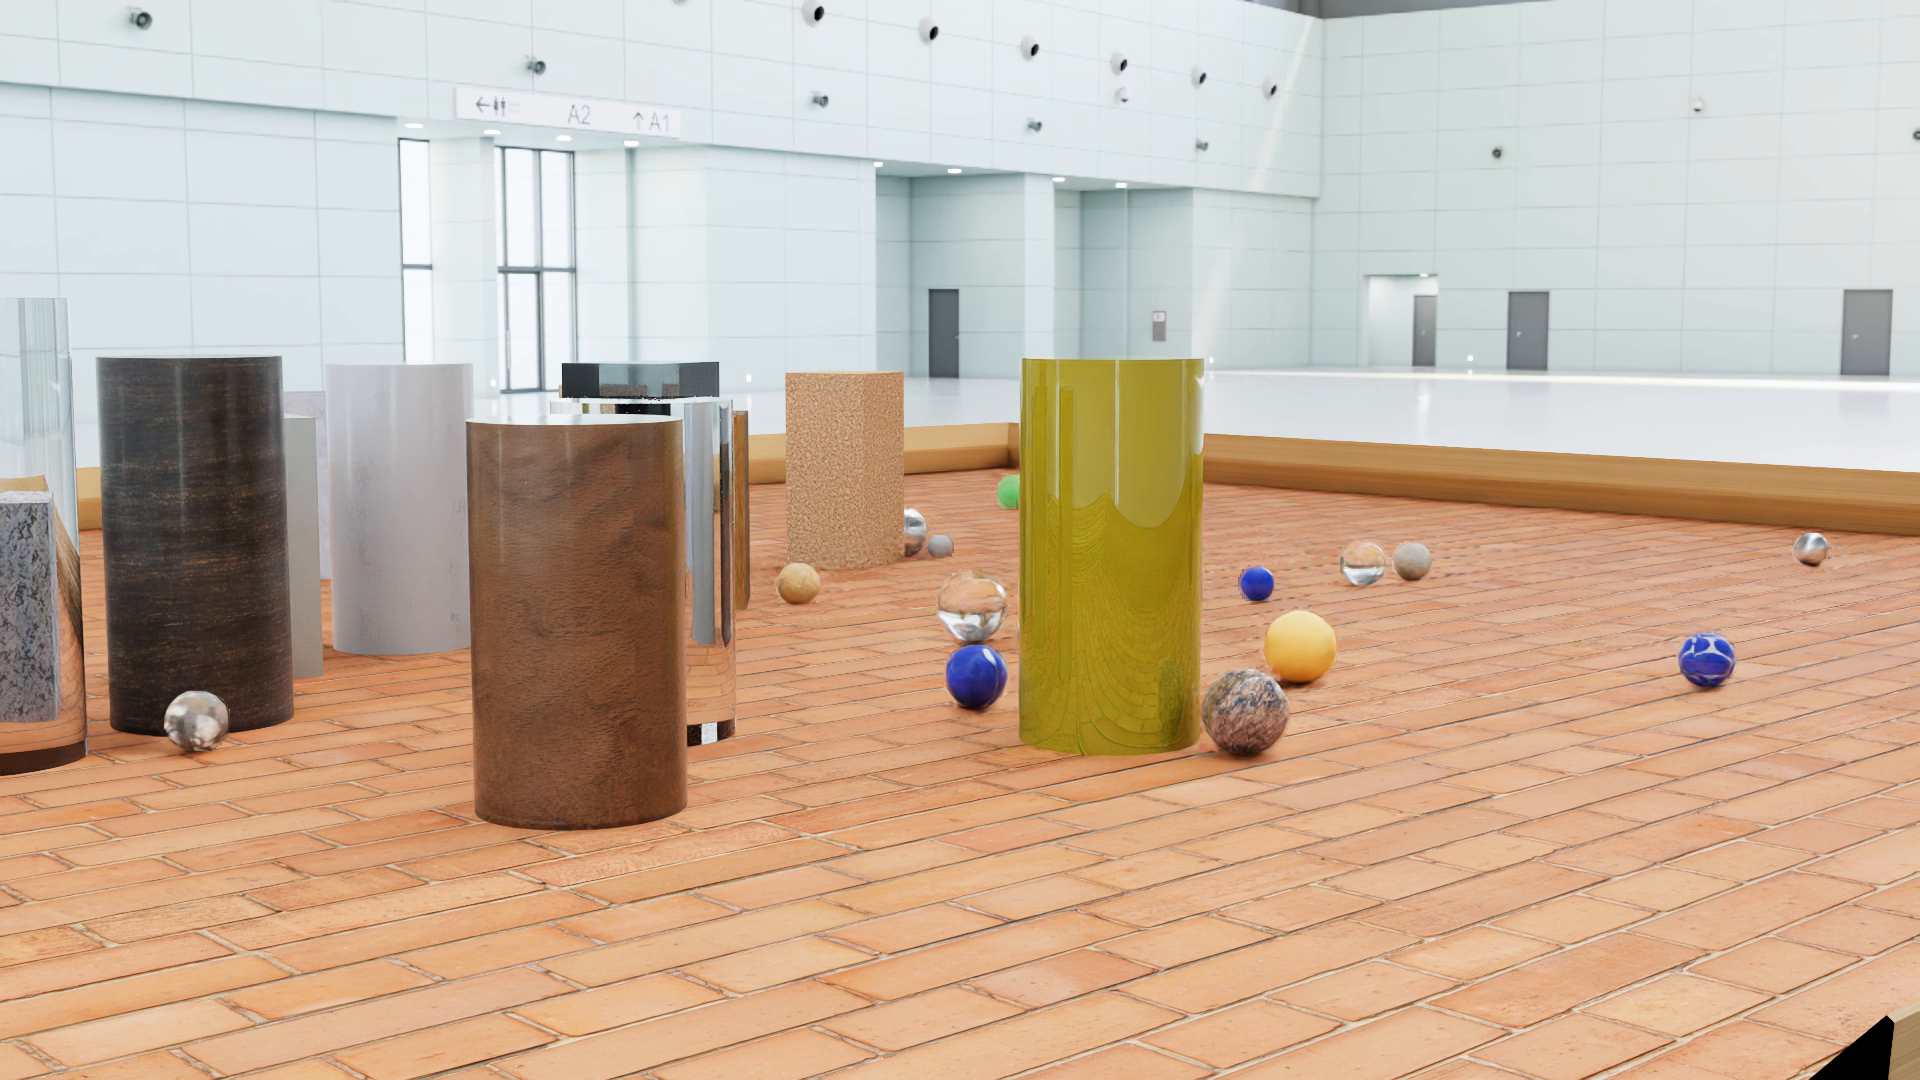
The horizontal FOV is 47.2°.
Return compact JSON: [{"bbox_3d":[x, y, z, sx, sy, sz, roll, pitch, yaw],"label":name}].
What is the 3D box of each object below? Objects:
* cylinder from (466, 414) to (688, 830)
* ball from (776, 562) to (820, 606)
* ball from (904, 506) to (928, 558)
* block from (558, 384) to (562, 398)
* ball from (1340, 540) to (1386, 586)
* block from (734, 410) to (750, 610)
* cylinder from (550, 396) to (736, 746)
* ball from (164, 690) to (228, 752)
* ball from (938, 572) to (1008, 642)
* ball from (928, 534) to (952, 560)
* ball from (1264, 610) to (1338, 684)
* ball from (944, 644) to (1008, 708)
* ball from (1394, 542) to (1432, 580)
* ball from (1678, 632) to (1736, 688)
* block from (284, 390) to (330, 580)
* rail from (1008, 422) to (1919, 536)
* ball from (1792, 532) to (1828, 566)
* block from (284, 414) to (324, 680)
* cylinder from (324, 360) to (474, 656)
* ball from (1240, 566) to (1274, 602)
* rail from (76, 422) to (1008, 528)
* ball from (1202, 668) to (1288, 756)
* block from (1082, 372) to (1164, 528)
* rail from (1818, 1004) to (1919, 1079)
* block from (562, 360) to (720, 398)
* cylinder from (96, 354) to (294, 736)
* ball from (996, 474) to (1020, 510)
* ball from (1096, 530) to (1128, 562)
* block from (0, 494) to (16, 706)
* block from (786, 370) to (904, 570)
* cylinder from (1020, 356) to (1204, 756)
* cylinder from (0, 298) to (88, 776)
[{"bbox_3d":[-0.339,0.066,1.953,0.189,0.347,0.189,0,6,0],"label":"cylinder"},{"bbox_3d":[-0.242,0.066,3.294,0.065,0.065,0.065,0,6,0],"label":"ball"},{"bbox_3d":[-0.103,-0.014,3.921,0.092,0.092,0.092,0,6,0],"label":"ball"},{"bbox_3d":[-0.731,-0.184,4.612,0.151,0.285,0.151,4,7,33],"label":"block"},{"bbox_3d":[0.646,0.037,3.530,0.073,0.073,0.073,0,6,0],"label":"ball"},{"bbox_3d":[-0.396,-0.047,3.305,0.151,0.288,0.151,0,6,-3],"label":"block"},{"bbox_3d":[-0.330,0.028,2.295,0.189,0.349,0.189,0,6,0],"label":"cylinder"},{"bbox_3d":[-0.768,0.182,2.213,0.062,0.062,0.062,0,6,0],"label":"ball"},{"bbox_3d":[0.017,0.089,2.938,0.094,0.094,0.094,0,6,0],"label":"ball"},{"bbox_3d":[-0.036,0.012,3.903,0.044,0.044,0.044,0,6,0],"label":"ball"},{"bbox_3d":[0.405,0.127,2.615,0.086,0.086,0.086,0,6,0],"label":"ball"},{"bbox_3d":[0.019,0.152,2.453,0.071,0.071,0.071,0,6,0],"label":"ball"},{"bbox_3d":[0.740,0.035,3.596,0.062,0.062,0.062,0,6,0],"label":"ball"},{"bbox_3d":[0.878,0.141,2.586,0.064,0.064,0.064,0,6,0],"label":"ball"},{"bbox_3d":[-1.074,-0.093,3.664,0.151,0.304,0.151,-2,7,-22],"label":"block"},{"bbox_3d":[1.479,-0.112,4.690,0.045,0.122,4.014,-6,8,-42],"label":"rail"},{"bbox_3d":[1.471,0.016,3.802,0.058,0.058,0.058,0,6,0],"label":"ball"},{"bbox_3d":[-0.875,0.007,2.669,0.151,0.313,0.151,-4,7,-32],"label":"block"},{"bbox_3d":[-0.734,-0.047,2.899,0.189,0.372,0.189,0,6,0],"label":"cylinder"},{"bbox_3d":[0.452,0.067,3.344,0.053,0.053,0.053,0,6,0],"label":"ball"},{"bbox_3d":[-1.345,-0.121,4.782,4.073,0.122,0.045,-6,8,-42],"label":"rail"},{"bbox_3d":[0.284,0.171,2.193,0.086,0.086,0.086,0,6,0],"label":"ball"},{"bbox_3d":[0.332,-0.185,4.502,0.151,0.310,0.151,0,6,-1],"label":"block"},{"bbox_3d":[1.345,0.185,1.883,4.073,0.122,0.045,-6,8,-42],"label":"rail"},{"bbox_3d":[-0.422,-0.050,2.931,0.151,0.372,0.151,3,7,23],"label":"block"},{"bbox_3d":[-0.820,-0.001,2.364,0.189,0.393,0.189,0,6,0],"label":"cylinder"},{"bbox_3d":[0.120,-0.106,4.859,0.077,0.077,0.077,0,6,0],"label":"ball"},{"bbox_3d":[0.266,0.010,3.866,0.055,0.055,0.055,0,6,0],"label":"ball"},{"bbox_3d":[-1.164,0.071,2.427,0.151,0.237,0.151,2,6,20],"label":"block"},{"bbox_3d":[-0.199,-0.124,3.818,0.151,0.333,0.151,3,7,25],"label":"block"},{"bbox_3d":[0.155,0.009,2.265,0.189,0.393,0.189,0,6,0],"label":"cylinder"},{"bbox_3d":[-0.963,-0.009,2.152,0.189,0.453,0.189,0,6,0],"label":"cylinder"}]
